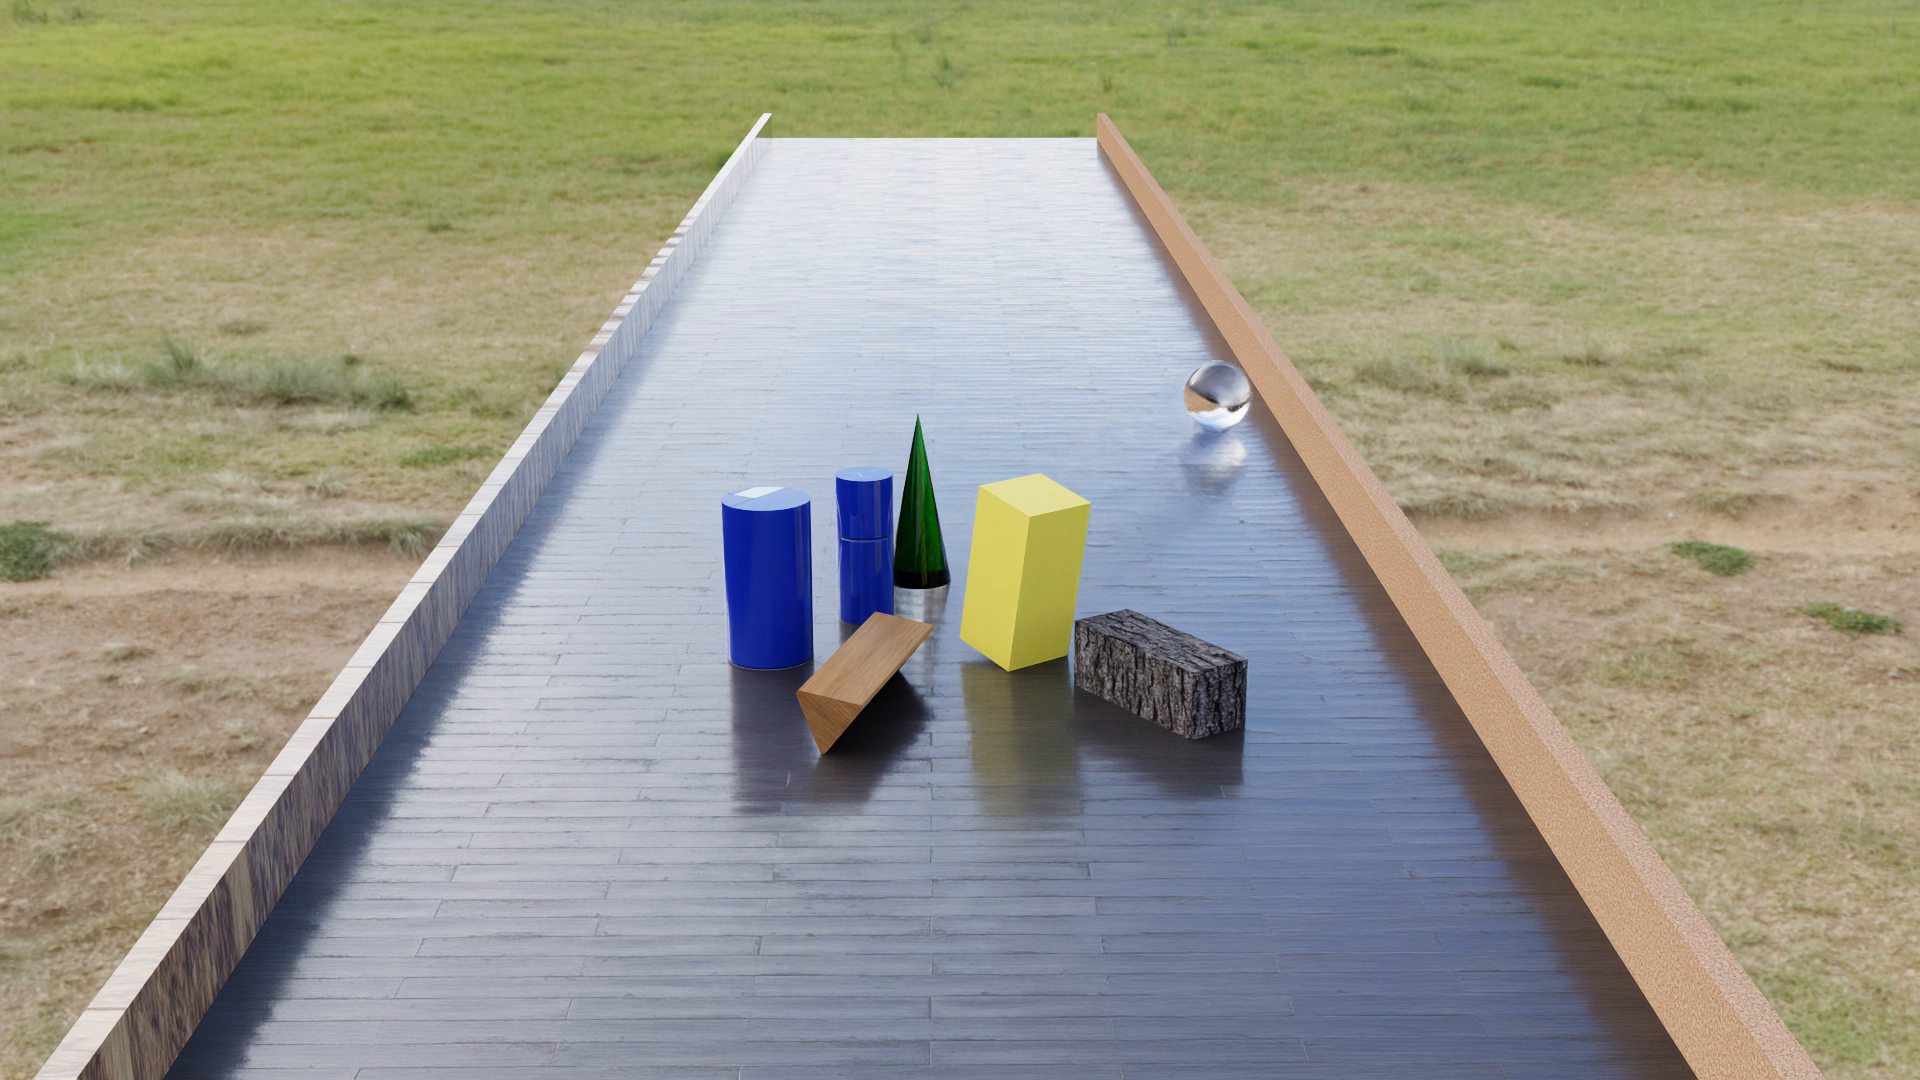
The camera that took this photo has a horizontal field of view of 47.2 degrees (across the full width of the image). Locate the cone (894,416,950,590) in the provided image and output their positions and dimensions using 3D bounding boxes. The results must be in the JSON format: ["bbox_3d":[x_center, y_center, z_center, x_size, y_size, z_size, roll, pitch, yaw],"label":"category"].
[{"bbox_3d":[-0.092,-0.097,4.875,0.144,0.387,0.144,0,17,0],"label":"cone"}]

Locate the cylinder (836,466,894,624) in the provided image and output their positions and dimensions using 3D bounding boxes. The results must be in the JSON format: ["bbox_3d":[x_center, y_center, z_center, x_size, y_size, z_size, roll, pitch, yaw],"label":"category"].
[{"bbox_3d":[-0.201,0.011,4.643,0.121,0.312,0.121,0,17,0],"label":"cylinder"}]

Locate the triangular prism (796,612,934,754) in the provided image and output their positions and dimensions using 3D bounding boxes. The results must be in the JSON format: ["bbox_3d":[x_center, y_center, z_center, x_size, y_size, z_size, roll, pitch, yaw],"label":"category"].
[{"bbox_3d":[-0.190,0.242,4.127,0.108,0.124,0.458,41,22,1],"label":"triangular prism"}]

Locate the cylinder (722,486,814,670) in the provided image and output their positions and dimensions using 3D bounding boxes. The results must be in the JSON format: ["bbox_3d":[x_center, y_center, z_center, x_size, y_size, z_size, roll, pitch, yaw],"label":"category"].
[{"bbox_3d":[-0.384,0.076,4.396,0.177,0.329,0.177,0,17,0],"label":"cylinder"}]

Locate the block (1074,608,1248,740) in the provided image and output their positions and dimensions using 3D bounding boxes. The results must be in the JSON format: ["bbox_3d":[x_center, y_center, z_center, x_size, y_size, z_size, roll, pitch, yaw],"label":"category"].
[{"bbox_3d":[0.374,0.250,4.158,0.131,0.131,0.354,-11,20,-32],"label":"block"}]

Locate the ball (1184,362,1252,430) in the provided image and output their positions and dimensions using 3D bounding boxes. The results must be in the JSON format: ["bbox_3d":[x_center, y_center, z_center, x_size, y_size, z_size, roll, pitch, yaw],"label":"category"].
[{"bbox_3d":[0.734,-0.411,6.272,0.191,0.191,0.191,0,17,0],"label":"ball"}]

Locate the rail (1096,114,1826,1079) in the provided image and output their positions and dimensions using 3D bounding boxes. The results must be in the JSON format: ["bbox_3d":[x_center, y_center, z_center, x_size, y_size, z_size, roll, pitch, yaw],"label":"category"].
[{"bbox_3d":[0.932,-0.844,7.801,0.050,0.150,12.000,0,17,-1],"label":"rail"}]

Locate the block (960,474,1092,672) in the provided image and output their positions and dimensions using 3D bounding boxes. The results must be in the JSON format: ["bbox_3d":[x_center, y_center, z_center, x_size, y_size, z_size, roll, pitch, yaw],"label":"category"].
[{"bbox_3d":[0.128,0.063,4.381,0.157,0.338,0.157,-13,31,-37],"label":"block"}]

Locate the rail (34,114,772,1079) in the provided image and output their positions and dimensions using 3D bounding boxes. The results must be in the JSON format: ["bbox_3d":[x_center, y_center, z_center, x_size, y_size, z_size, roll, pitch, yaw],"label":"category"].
[{"bbox_3d":[-1.118,-0.838,7.780,0.050,0.150,12.000,0,17,-1],"label":"rail"}]
